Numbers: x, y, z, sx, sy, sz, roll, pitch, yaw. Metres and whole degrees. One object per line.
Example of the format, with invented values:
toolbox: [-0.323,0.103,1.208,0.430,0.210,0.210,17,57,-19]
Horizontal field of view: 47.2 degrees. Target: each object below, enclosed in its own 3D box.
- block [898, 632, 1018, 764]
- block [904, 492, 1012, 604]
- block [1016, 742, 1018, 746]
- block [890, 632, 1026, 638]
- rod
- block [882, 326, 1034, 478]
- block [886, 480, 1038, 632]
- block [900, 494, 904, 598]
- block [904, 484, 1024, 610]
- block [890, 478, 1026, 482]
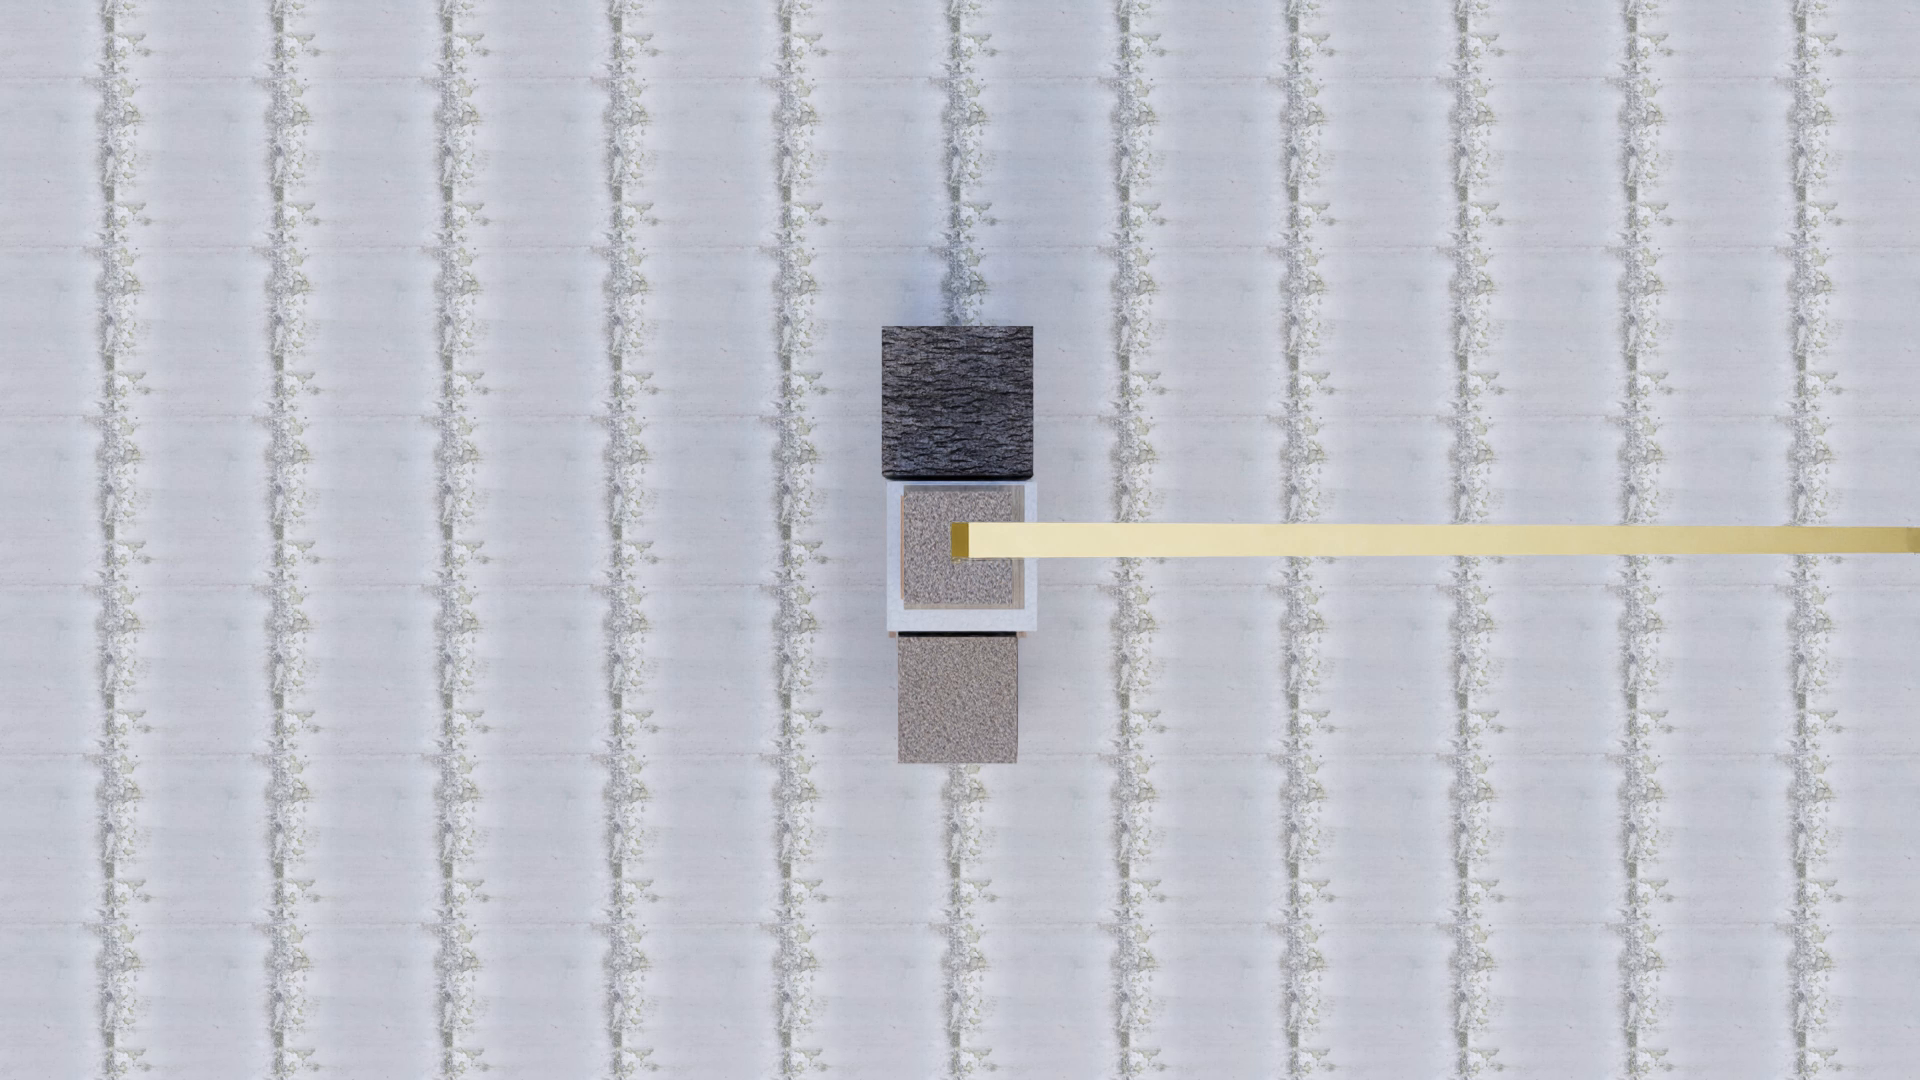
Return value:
block: [-0.013,0.807,11.812,0.622,0.699,0.665,0,95,0]
block: [-0.009,0.034,9.965,0.479,0.438,0.501,0,90,0]
block: [-0.002,0.856,12.685,0.657,0.631,0.612,0,90,0]
block: [-0.011,0.117,12.569,0.760,0.861,0.846,0,90,0]
rod: [2.234,0.000,6.377,5.200,0.080,0.080,0,90,-31]
block: [-0.013,-0.723,11.758,0.787,0.714,0.773,0,90,0]
block: [0.010,0.069,11.659,0.764,0.935,0.761,0,92,0]
block: [-0.018,0.031,10.947,0.544,0.473,0.508,0,90,0]
block: [0.019,0.033,10.447,0.562,0.526,0.580,0,90,0]
block: [-0.011,-0.739,12.558,0.757,0.884,0.847,0,90,0]
